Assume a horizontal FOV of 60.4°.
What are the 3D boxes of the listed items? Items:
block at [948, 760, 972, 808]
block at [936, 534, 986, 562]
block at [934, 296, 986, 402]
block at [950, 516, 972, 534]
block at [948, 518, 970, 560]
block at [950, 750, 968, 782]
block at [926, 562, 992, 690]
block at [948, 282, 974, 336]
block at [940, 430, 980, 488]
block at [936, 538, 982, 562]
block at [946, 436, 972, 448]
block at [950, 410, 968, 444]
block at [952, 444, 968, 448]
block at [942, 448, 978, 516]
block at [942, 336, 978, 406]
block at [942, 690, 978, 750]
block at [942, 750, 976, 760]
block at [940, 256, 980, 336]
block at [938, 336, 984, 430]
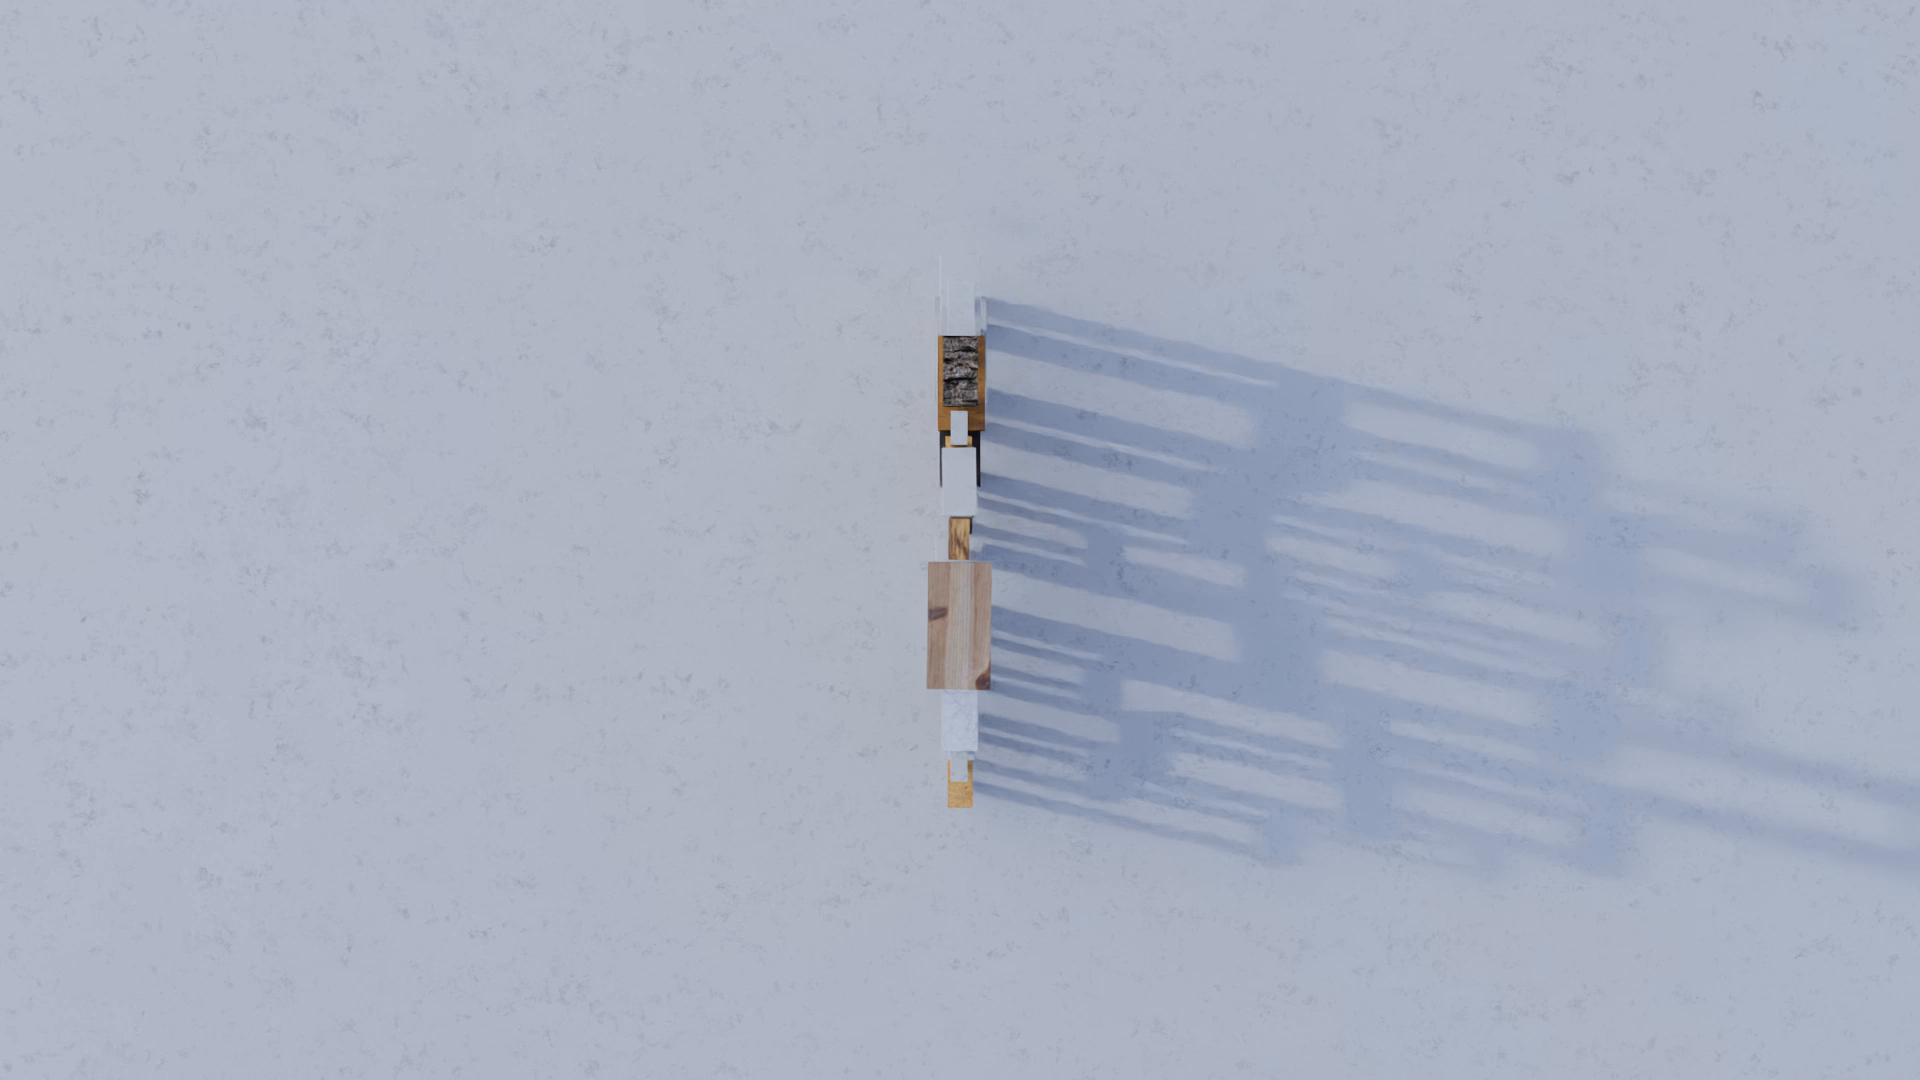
[{"bbox_3d":[0.001,0.760,5.172,0.079,0.022,0.158,0,90,0],"label":"block"},{"bbox_3d":[0.002,0.135,5.172,0.153,0.043,0.306,0,90,0],"label":"block"},{"bbox_3d":[0.001,-0.595,5.151,0.163,0.046,0.326,0,90,0],"label":"block"},{"bbox_3d":[0.004,-0.089,5.192,0.070,0.020,0.140,1,91,0],"label":"block"},{"bbox_3d":[-0.003,-0.002,4.716,0.059,0.017,0.119,1,90,0],"label":"block"},{"bbox_3d":[-0.003,0.673,4.952,0.051,0.015,0.103,-1,90,0],"label":"block"},{"bbox_3d":[-0.002,0.232,4.476,0.172,0.049,0.344,1,90,0],"label":"block"},{"bbox_3d":[0.004,-0.649,4.652,0.076,0.021,0.151,0,90,0],"label":"block"},{"bbox_3d":[0.000,-0.297,5.222,0.130,0.037,0.259,0,90,0],"label":"block"},{"bbox_3d":[-0.004,0.130,4.862,0.135,0.038,0.269,0,90,0],"label":"block"},{"bbox_3d":[-0.004,-0.235,5.032,0.081,0.023,0.161,0,90,0],"label":"block"},{"bbox_3d":[-0.002,-0.321,4.710,0.048,0.014,0.096,0,90,0],"label":"block"},{"bbox_3d":[-0.002,-0.288,4.869,0.048,0.303,0.014,0,90,0],"label":"block"},{"bbox_3d":[-0.001,-0.169,4.806,0.099,0.028,0.199,-1,89,0],"label":"block"},{"bbox_3d":[0.001,-0.471,4.604,0.098,0.028,0.195,0,90,0],"label":"block"},{"bbox_3d":[0.000,0.513,4.840,0.104,0.029,0.208,0,90,0],"label":"block"},{"bbox_3d":[-0.004,0.573,5.077,0.102,0.029,0.204,0,90,0],"label":"block"},{"bbox_3d":[0.001,-0.720,4.874,0.119,0.034,0.238,0,90,0],"label":"block"},{"bbox_3d":[0.004,-0.459,4.833,0.138,0.039,0.275,0,90,0],"label":"block"}]
